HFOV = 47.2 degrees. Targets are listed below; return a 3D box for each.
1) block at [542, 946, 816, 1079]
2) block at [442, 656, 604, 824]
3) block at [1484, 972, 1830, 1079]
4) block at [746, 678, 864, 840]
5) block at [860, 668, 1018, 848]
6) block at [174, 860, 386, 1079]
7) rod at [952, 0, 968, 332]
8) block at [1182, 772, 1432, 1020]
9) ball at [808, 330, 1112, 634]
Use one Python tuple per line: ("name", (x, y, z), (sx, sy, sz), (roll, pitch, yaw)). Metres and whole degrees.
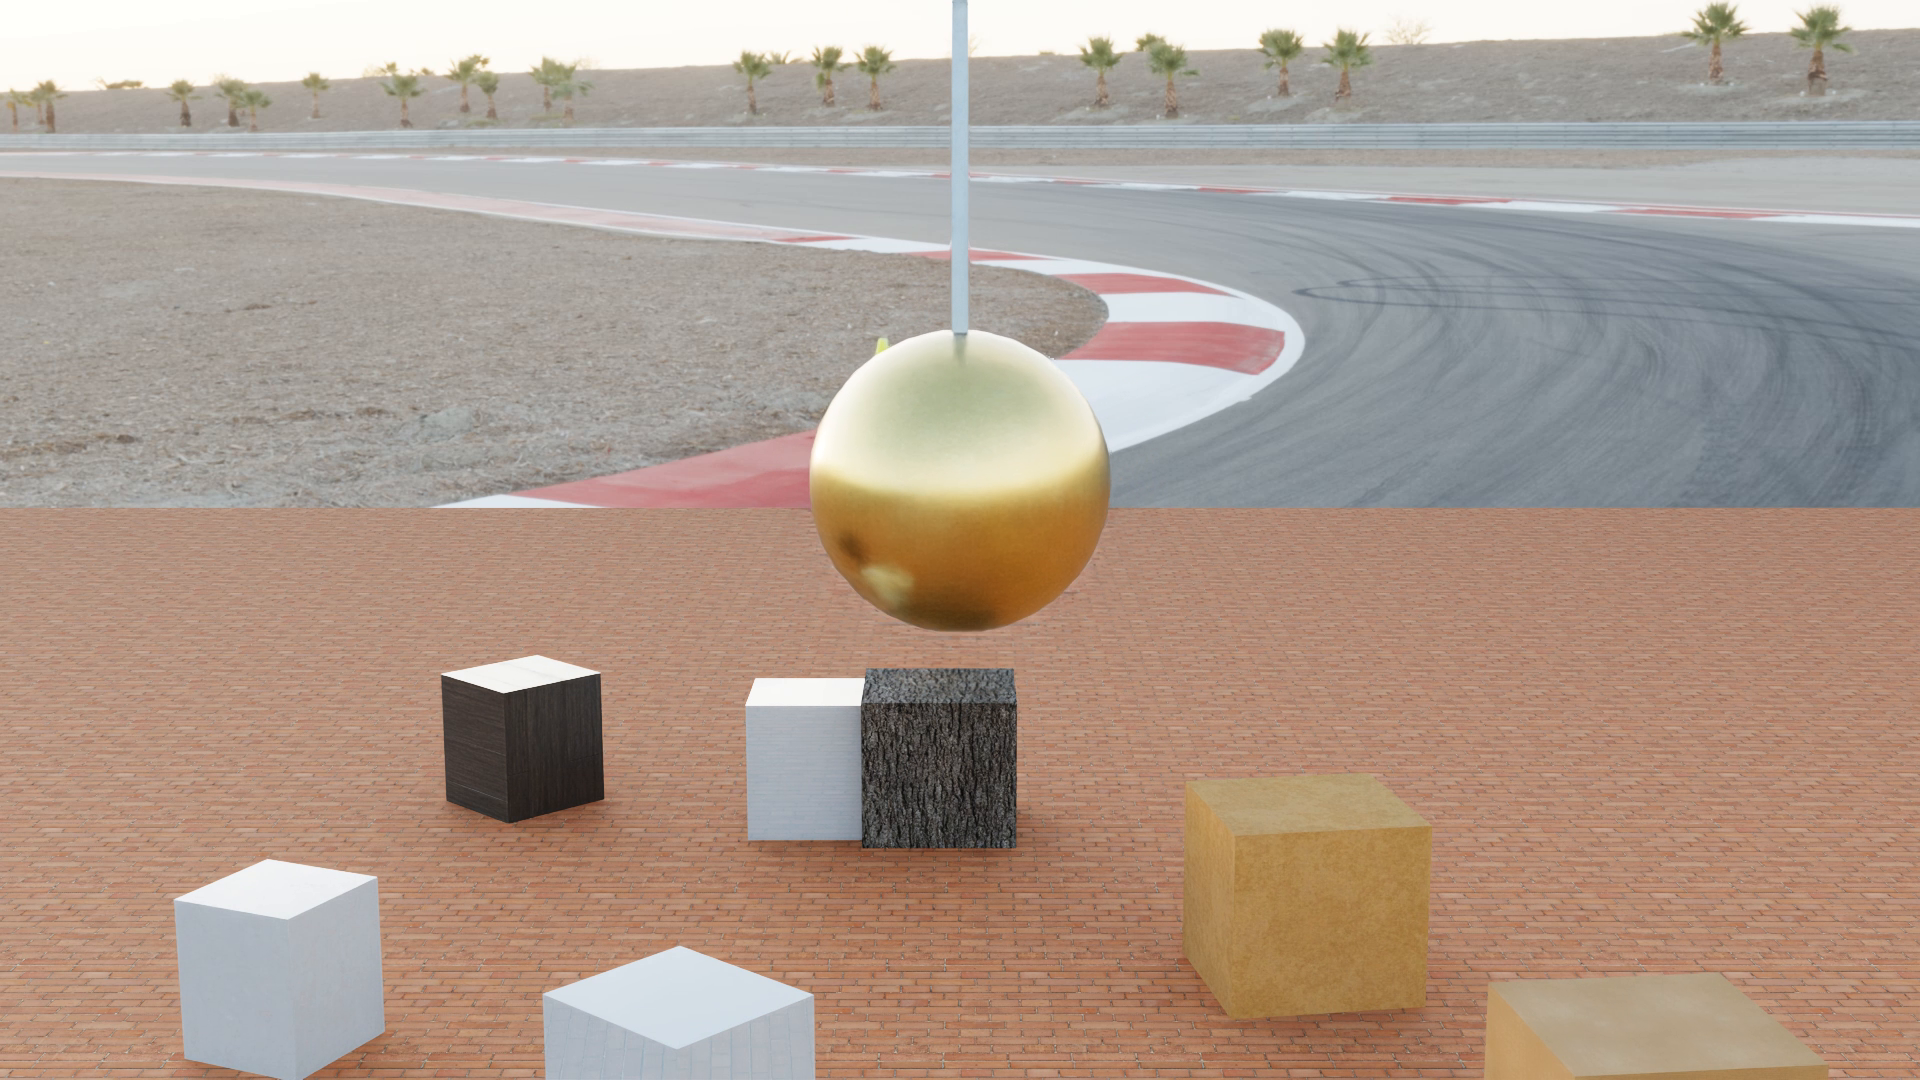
("block", (-0.977, 1.864, 7.682), (0.706, 0.584, 0.625), (9, 14, 41))
("block", (-2.343, 1.057, 11.795), (0.585, 0.701, 0.613), (10, 14, 44))
("block", (2.181, 1.895, 7.011), (0.795, 0.762, 0.746), (-1, 10, -6))
("block", (-0.786, 1.128, 11.391), (0.585, 0.705, 0.563), (0, 10, 0))
("block", (-0.105, 1.114, 11.338), (0.776, 0.752, 0.729), (0, 10, 0))
("block", (-2.648, 1.668, 8.587), (0.546, 0.646, 0.523), (4, 11, 23))
("rod", (0.000, -3.593, 10.740), (0.080, 5.200, 0.080), (0, 15, 0))
("block", (1.442, 1.479, 9.265), (0.823, 0.774, 0.768), (-2, 10, -9))
("ball", (0.000, -0.308, 11.617), (1.600, 1.600, 1.600), (0, 10, 0))
